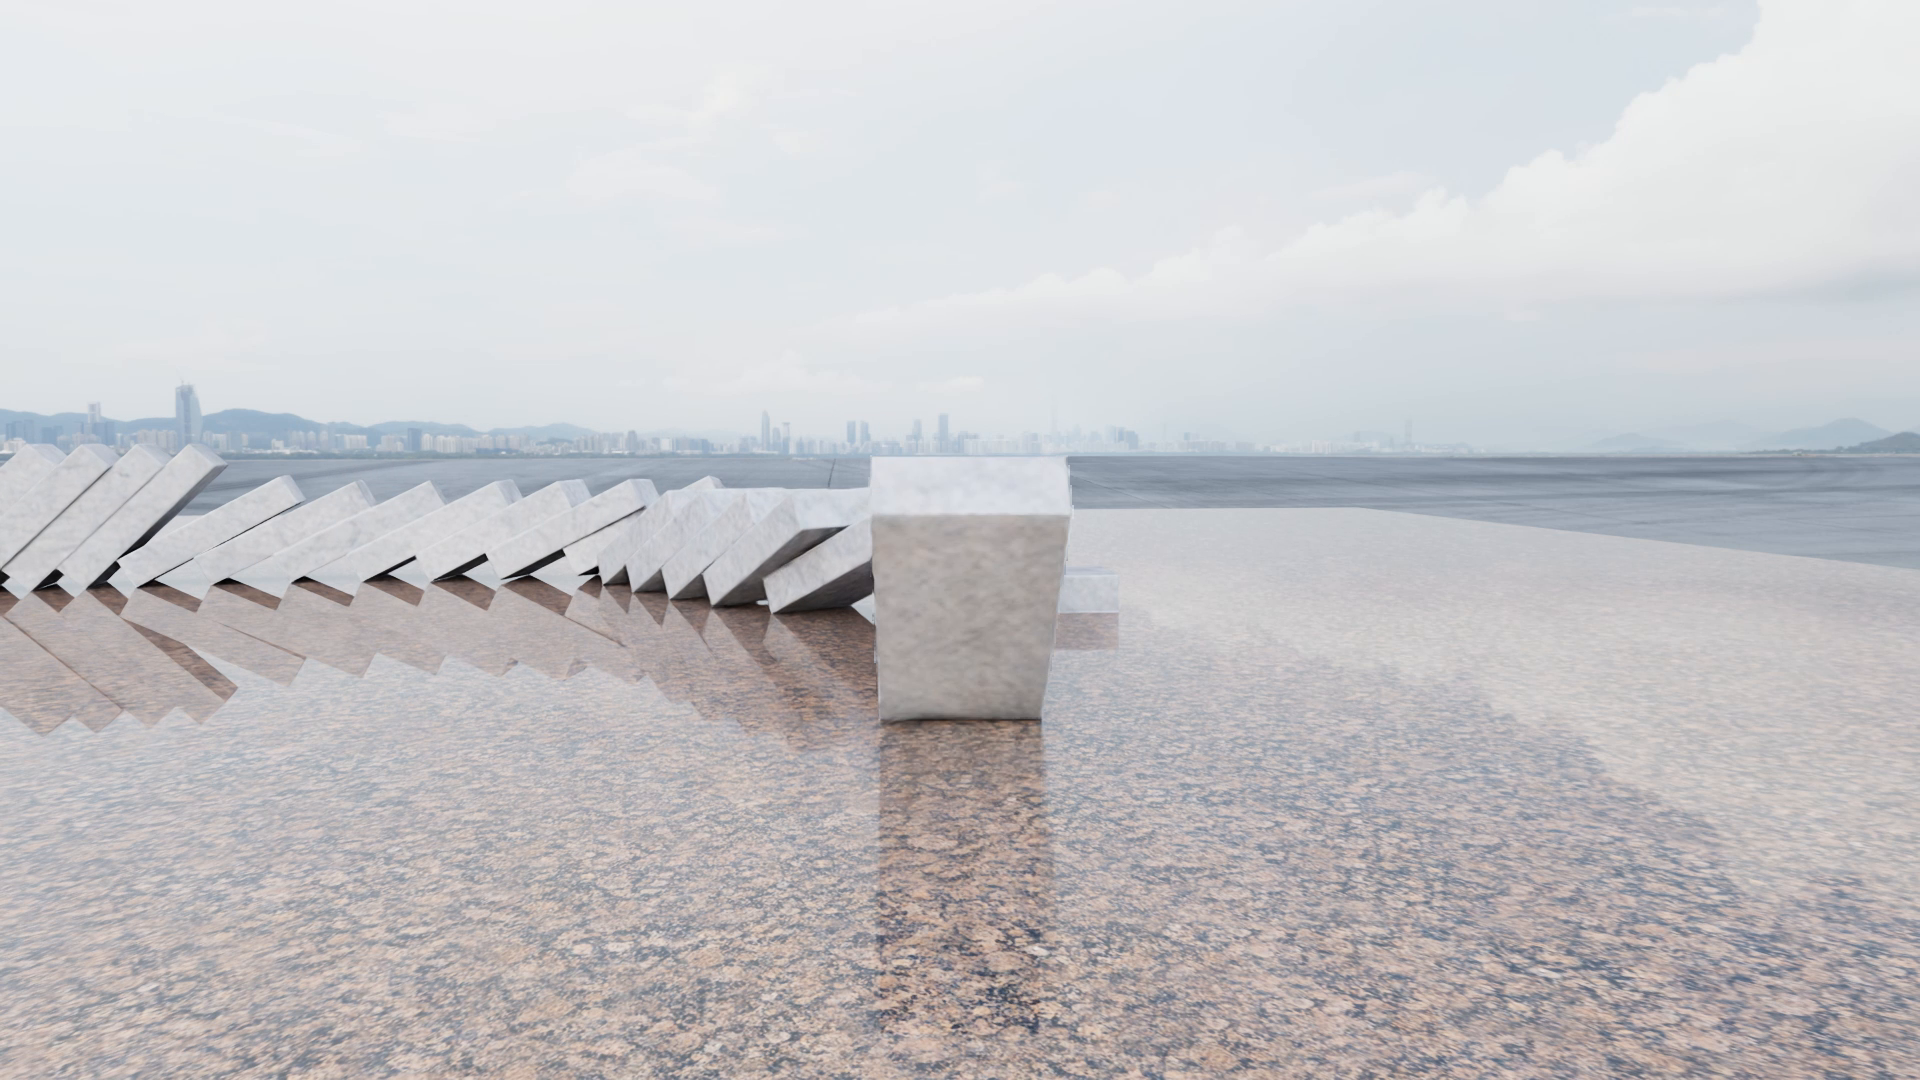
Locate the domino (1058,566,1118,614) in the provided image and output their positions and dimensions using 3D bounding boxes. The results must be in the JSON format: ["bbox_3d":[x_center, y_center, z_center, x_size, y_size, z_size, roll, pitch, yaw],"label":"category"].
[{"bbox_3d":[0.014,0.013,0.334,0.050,0.009,0.025,0,4,-5],"label":"domino"}]

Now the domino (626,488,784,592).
[{"bbox_3d":[-0.071,0.000,0.359,0.025,0.009,0.050,-4,-21,-41],"label":"domino"}]

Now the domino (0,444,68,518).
[{"bbox_3d":[-0.283,-0.007,0.373,0.010,0.050,0.025,45,-12,-18],"label":"domino"}]

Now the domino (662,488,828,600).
[{"bbox_3d":[-0.057,0.001,0.342,0.025,0.009,0.050,-4,-21,-41],"label":"domino"}]

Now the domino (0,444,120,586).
[{"bbox_3d":[-0.271,-0.007,0.378,0.010,0.050,0.025,45,-12,-18],"label":"domino"}]

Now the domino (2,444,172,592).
[{"bbox_3d":[-0.259,-0.008,0.384,0.010,0.050,0.025,45,-12,-18],"label":"domino"}]

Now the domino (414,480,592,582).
[{"bbox_3d":[-0.143,-0.003,0.406,0.050,0.009,0.025,-27,3,3],"label":"domino"}]

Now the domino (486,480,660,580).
[{"bbox_3d":[-0.121,-0.004,0.404,0.050,0.010,0.025,-27,2,3],"label":"domino"}]

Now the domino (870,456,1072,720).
[{"bbox_3d":[0.001,0.009,0.182,0.025,0.009,0.050,0,-38,-2],"label":"domino"}]

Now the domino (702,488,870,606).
[{"bbox_3d":[-0.042,0.002,0.324,0.025,0.010,0.050,-6,-20,-39],"label":"domino"}]

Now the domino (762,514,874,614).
[{"bbox_3d":[-0.024,0.005,0.313,0.025,0.010,0.050,-4,-17,-43],"label":"domino"}]

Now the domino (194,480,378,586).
[{"bbox_3d":[-0.211,-0.003,0.404,0.050,0.009,0.025,-29,13,-15],"label":"domino"}]

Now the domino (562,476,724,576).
[{"bbox_3d":[-0.098,-0.004,0.407,0.050,0.010,0.025,-27,1,-2],"label":"domino"}]

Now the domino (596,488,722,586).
[{"bbox_3d":[-0.085,-0.001,0.378,0.025,0.009,0.050,-4,-19,-41],"label":"domino"}]

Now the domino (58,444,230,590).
[{"bbox_3d":[-0.247,-0.008,0.390,0.010,0.050,0.025,45,-12,-18],"label":"domino"}]

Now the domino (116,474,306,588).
[{"bbox_3d":[-0.230,-0.003,0.397,0.050,0.010,0.025,-32,15,-16],"label":"domino"}]

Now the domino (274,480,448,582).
[{"bbox_3d":[-0.190,-0.004,0.409,0.050,0.010,0.025,-29,12,-15],"label":"domino"}]

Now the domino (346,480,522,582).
[{"bbox_3d":[-0.166,-0.004,0.409,0.050,0.010,0.025,-27,7,-4],"label":"domino"}]
